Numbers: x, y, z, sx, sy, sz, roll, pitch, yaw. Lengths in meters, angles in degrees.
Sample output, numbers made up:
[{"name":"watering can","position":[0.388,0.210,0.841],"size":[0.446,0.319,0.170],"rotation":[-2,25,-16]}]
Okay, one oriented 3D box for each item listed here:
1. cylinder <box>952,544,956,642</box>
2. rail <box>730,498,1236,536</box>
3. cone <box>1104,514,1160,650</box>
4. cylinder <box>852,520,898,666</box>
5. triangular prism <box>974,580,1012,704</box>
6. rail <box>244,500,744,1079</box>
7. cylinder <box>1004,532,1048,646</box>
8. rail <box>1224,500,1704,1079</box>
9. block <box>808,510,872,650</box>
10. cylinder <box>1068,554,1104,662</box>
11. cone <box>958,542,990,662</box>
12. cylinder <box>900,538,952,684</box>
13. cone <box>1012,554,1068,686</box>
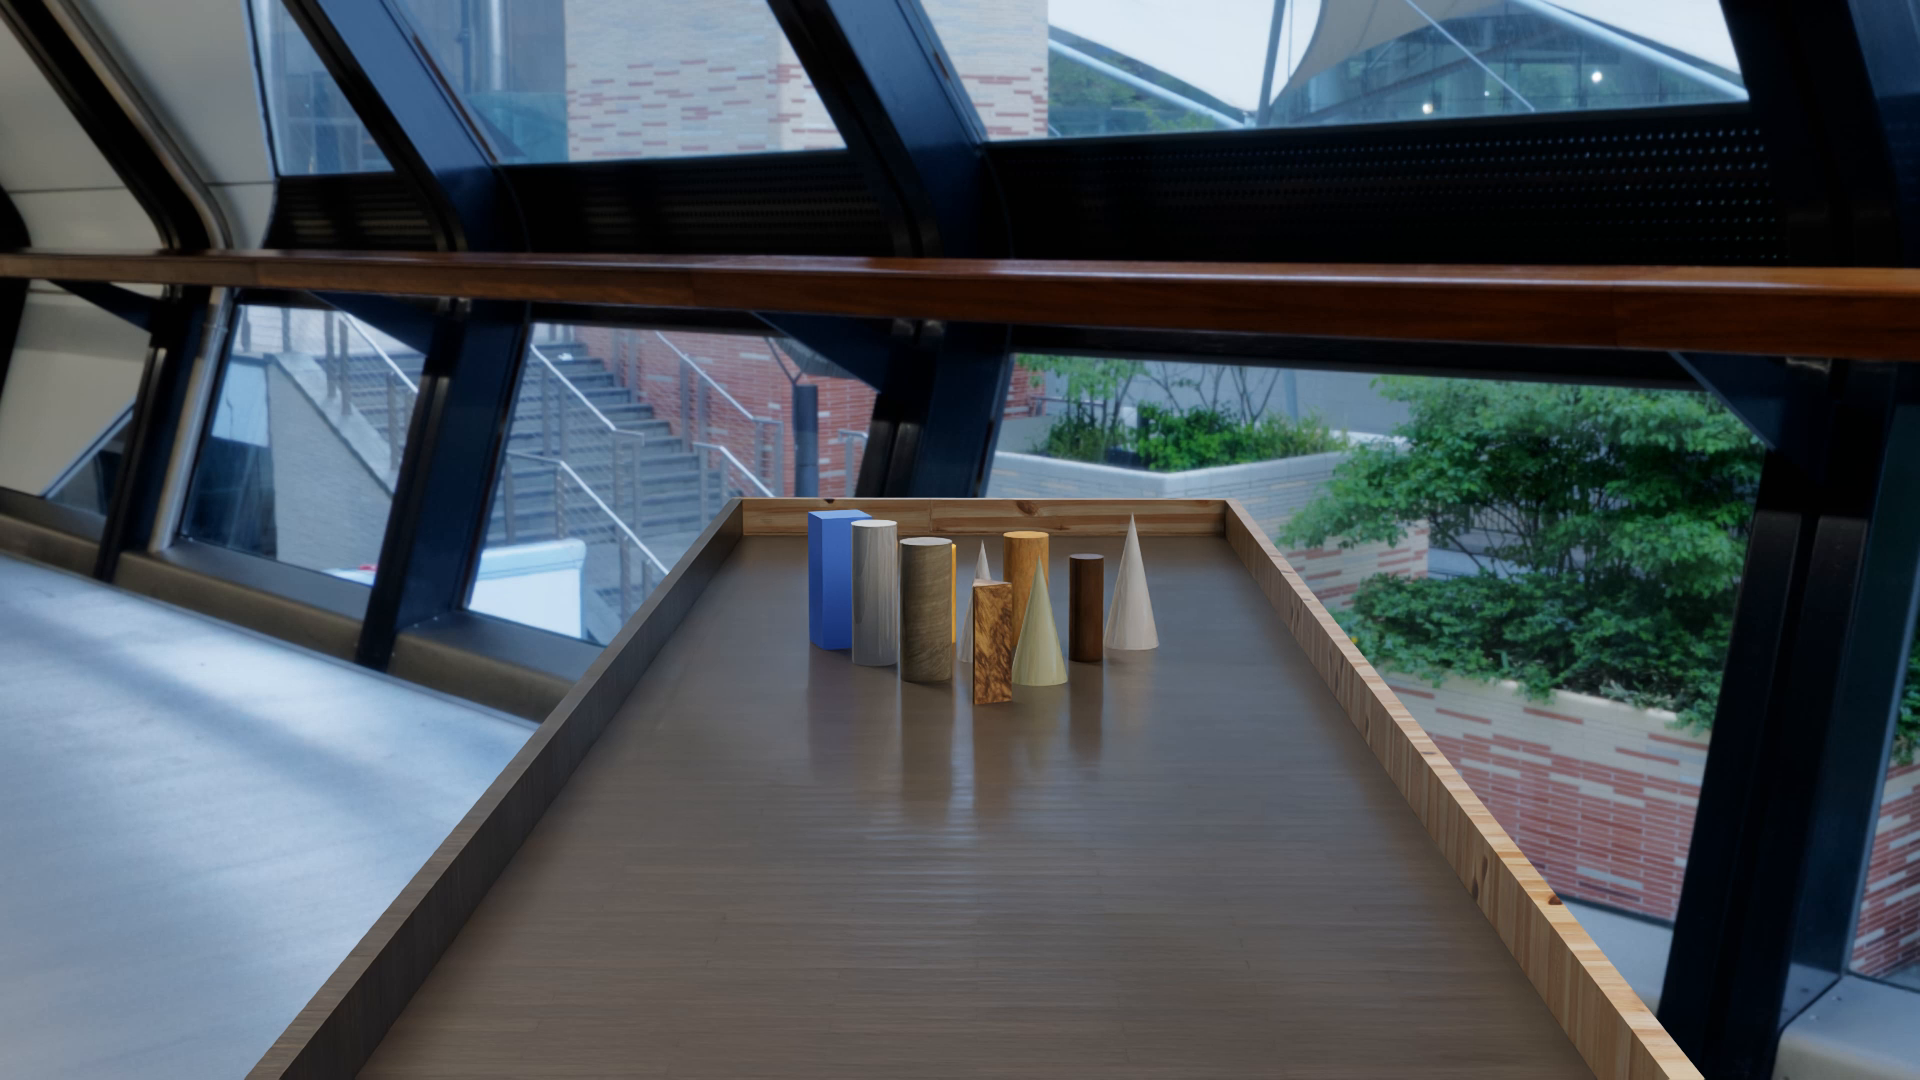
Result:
[{"name":"cylinder","position":[-0.095,0.169,6.970],"size":[0.165,0.304,0.165],"rotation":[0,9,0]},{"name":"rail","position":[0.099,-0.098,9.147],"size":[2.100,0.150,0.050],"rotation":[0,9,1]},{"name":"cone","position":[0.539,0.120,6.902],"size":[0.179,0.423,0.179],"rotation":[0,9,0]},{"name":"cylinder","position":[-0.258,0.159,6.651],"size":[0.139,0.425,0.139],"rotation":[0,9,0]},{"name":"triangular prism","position":[0.068,0.281,6.168],"size":[0.120,0.333,0.104],"rotation":[-4,10,-26]},{"name":"rail","position":[-1.004,0.839,3.234],"size":[0.050,0.150,12.000],"rotation":[0,9,1]},{"name":"cylinder","position":[0.208,0.153,6.939],"size":[0.143,0.345,0.143],"rotation":[0,9,0]},{"name":"rail","position":[1.046,0.843,3.208],"size":[0.050,0.150,12.000],"rotation":[0,9,1]},{"name":"block","position":[-0.376,0.123,6.917],"size":[0.162,0.413,0.162],"rotation":[-3,10,-19]},{"name":"cylinder","position":[0.385,0.206,6.695],"size":[0.105,0.317,0.105],"rotation":[0,9,0]},{"name":"cone","position":[0.068,0.180,6.701],"size":[0.155,0.368,0.155],"rotation":[0,9,0]},{"name":"cylinder","position":[-0.099,0.205,6.419],"size":[0.152,0.407,0.152],"rotation":[0,9,0]},{"name":"cone","position":[0.230,0.224,6.406],"size":[0.171,0.373,0.171],"rotation":[0,9,0]}]
